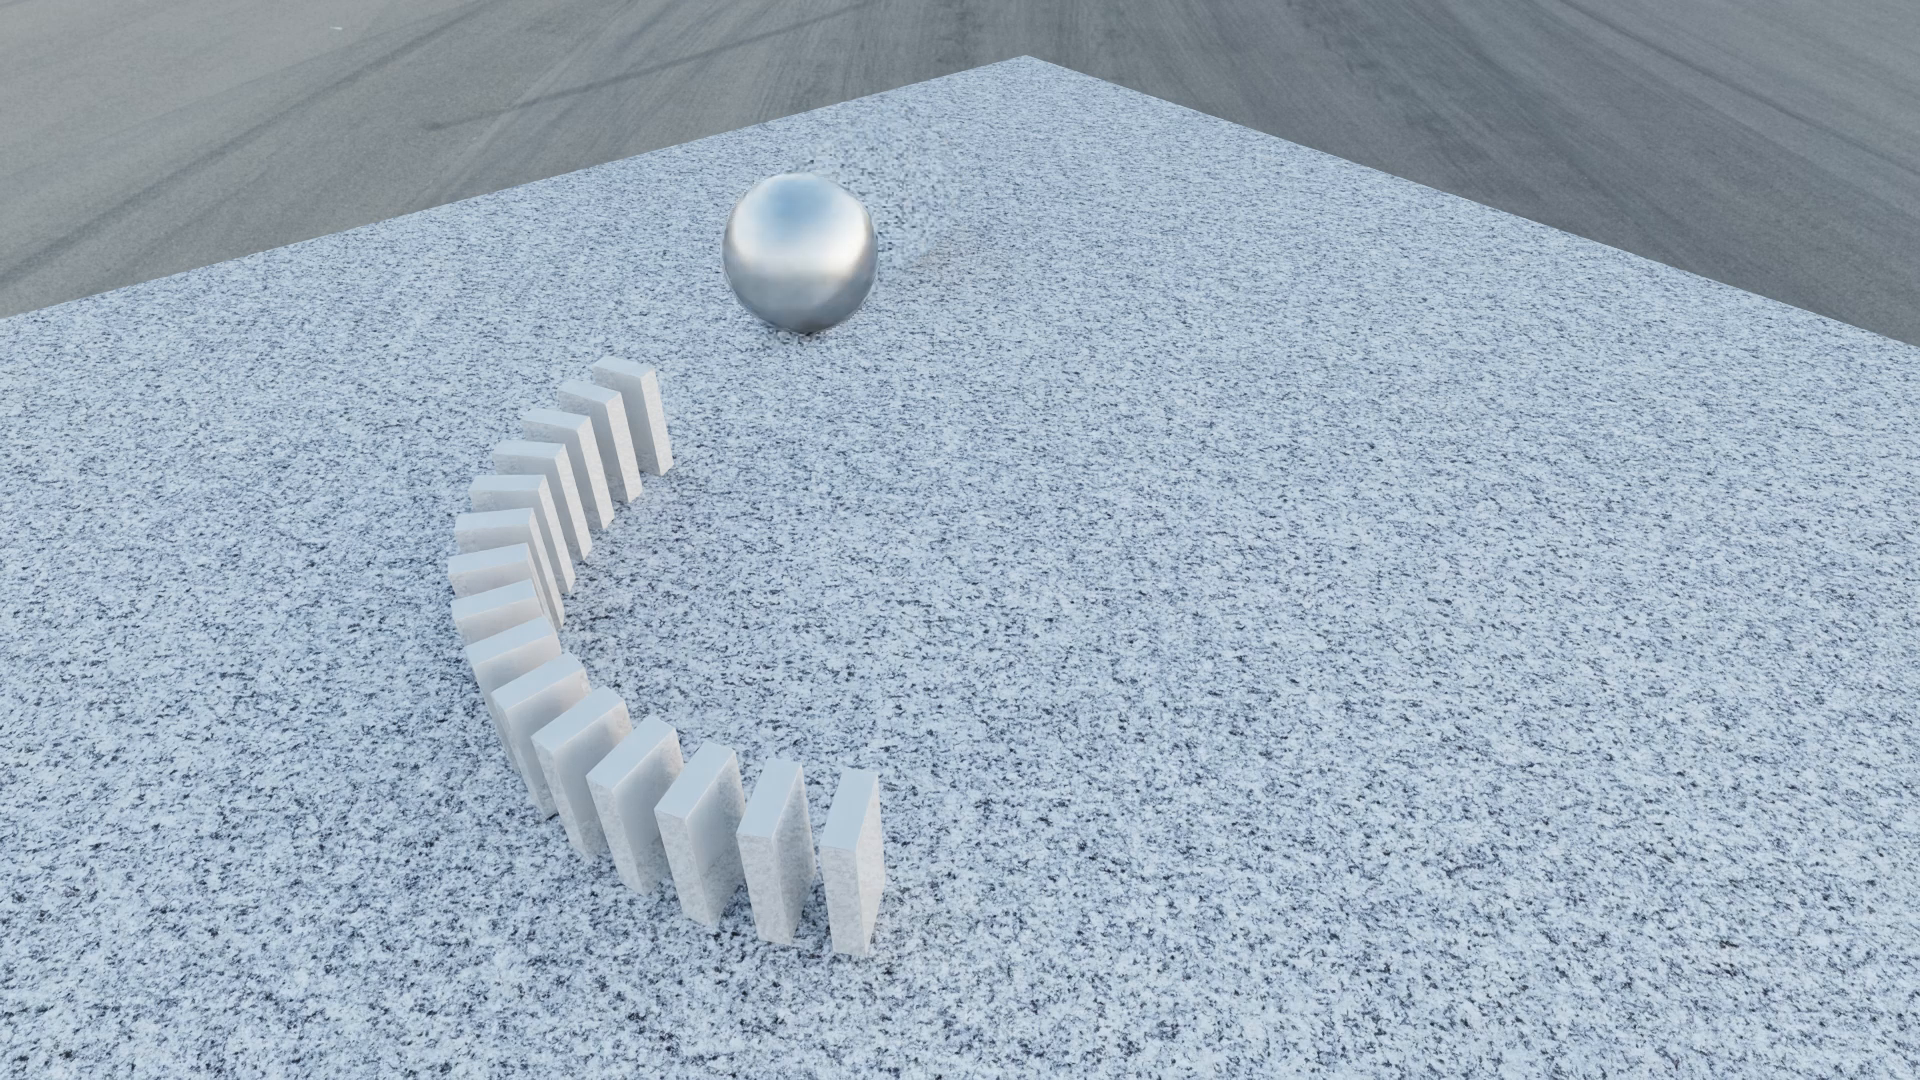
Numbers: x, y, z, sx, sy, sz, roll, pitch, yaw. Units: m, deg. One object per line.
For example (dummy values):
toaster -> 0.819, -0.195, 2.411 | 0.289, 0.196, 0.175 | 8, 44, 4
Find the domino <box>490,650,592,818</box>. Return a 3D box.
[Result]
domino -> -0.124, 0.060, 0.338 | 0.025, 0.050, 0.010 | -31, 48, -32

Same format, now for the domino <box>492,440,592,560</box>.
domino -> -0.163, -0.015, 0.430 | 0.025, 0.050, 0.009 | 4, 40, 5

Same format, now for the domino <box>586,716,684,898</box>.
domino -> -0.090, 0.077, 0.317 | 0.010, 0.050, 0.025 | 20, 43, 23

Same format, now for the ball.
ball -> -0.082, -0.148, 0.569 | 0.080, 0.080, 0.080 | 0, 39, 0

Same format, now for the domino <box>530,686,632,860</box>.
domino -> -0.108, 0.070, 0.327 | 0.009, 0.050, 0.025 | 27, 46, 29

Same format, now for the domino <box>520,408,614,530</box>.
domino -> -0.159, -0.028, 0.446 | 0.025, 0.050, 0.009 | 10, 40, 12

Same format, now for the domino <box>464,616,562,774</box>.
domino -> -0.137, 0.050, 0.351 | 0.025, 0.050, 0.009 | -24, 45, -26

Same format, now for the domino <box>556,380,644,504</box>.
domino -> -0.151, -0.041, 0.462 | 0.025, 0.050, 0.009 | 16, 42, 19

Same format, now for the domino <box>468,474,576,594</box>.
domino -> -0.164, -0.001, 0.413 | 0.025, 0.050, 0.010 | -1, 39, -1

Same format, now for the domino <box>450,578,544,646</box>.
domino -> -0.148, 0.038, 0.365 | 0.025, 0.050, 0.009 | -18, 42, -20

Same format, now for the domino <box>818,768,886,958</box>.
domino -> -0.029, 0.089, 0.302 | 0.009, 0.050, 0.025 | 6, 40, 7

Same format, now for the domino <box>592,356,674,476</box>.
domino -> -0.141, -0.053, 0.477 | 0.025, 0.050, 0.009 | 16, 42, 18

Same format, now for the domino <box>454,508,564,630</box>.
domino -> -0.162, 0.012, 0.397 | 0.025, 0.050, 0.010 | -6, 40, -8

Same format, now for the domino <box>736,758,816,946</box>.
domino -> -0.050, 0.087, 0.305 | 0.009, 0.050, 0.025 | 7, 40, 9

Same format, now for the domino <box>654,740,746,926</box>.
domino -> -0.071, 0.083, 0.310 | 0.010, 0.050, 0.025 | 14, 41, 17

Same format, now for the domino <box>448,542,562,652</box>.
domino -> -0.156, 0.025, 0.380 | 0.025, 0.050, 0.009 | -12, 41, -14
